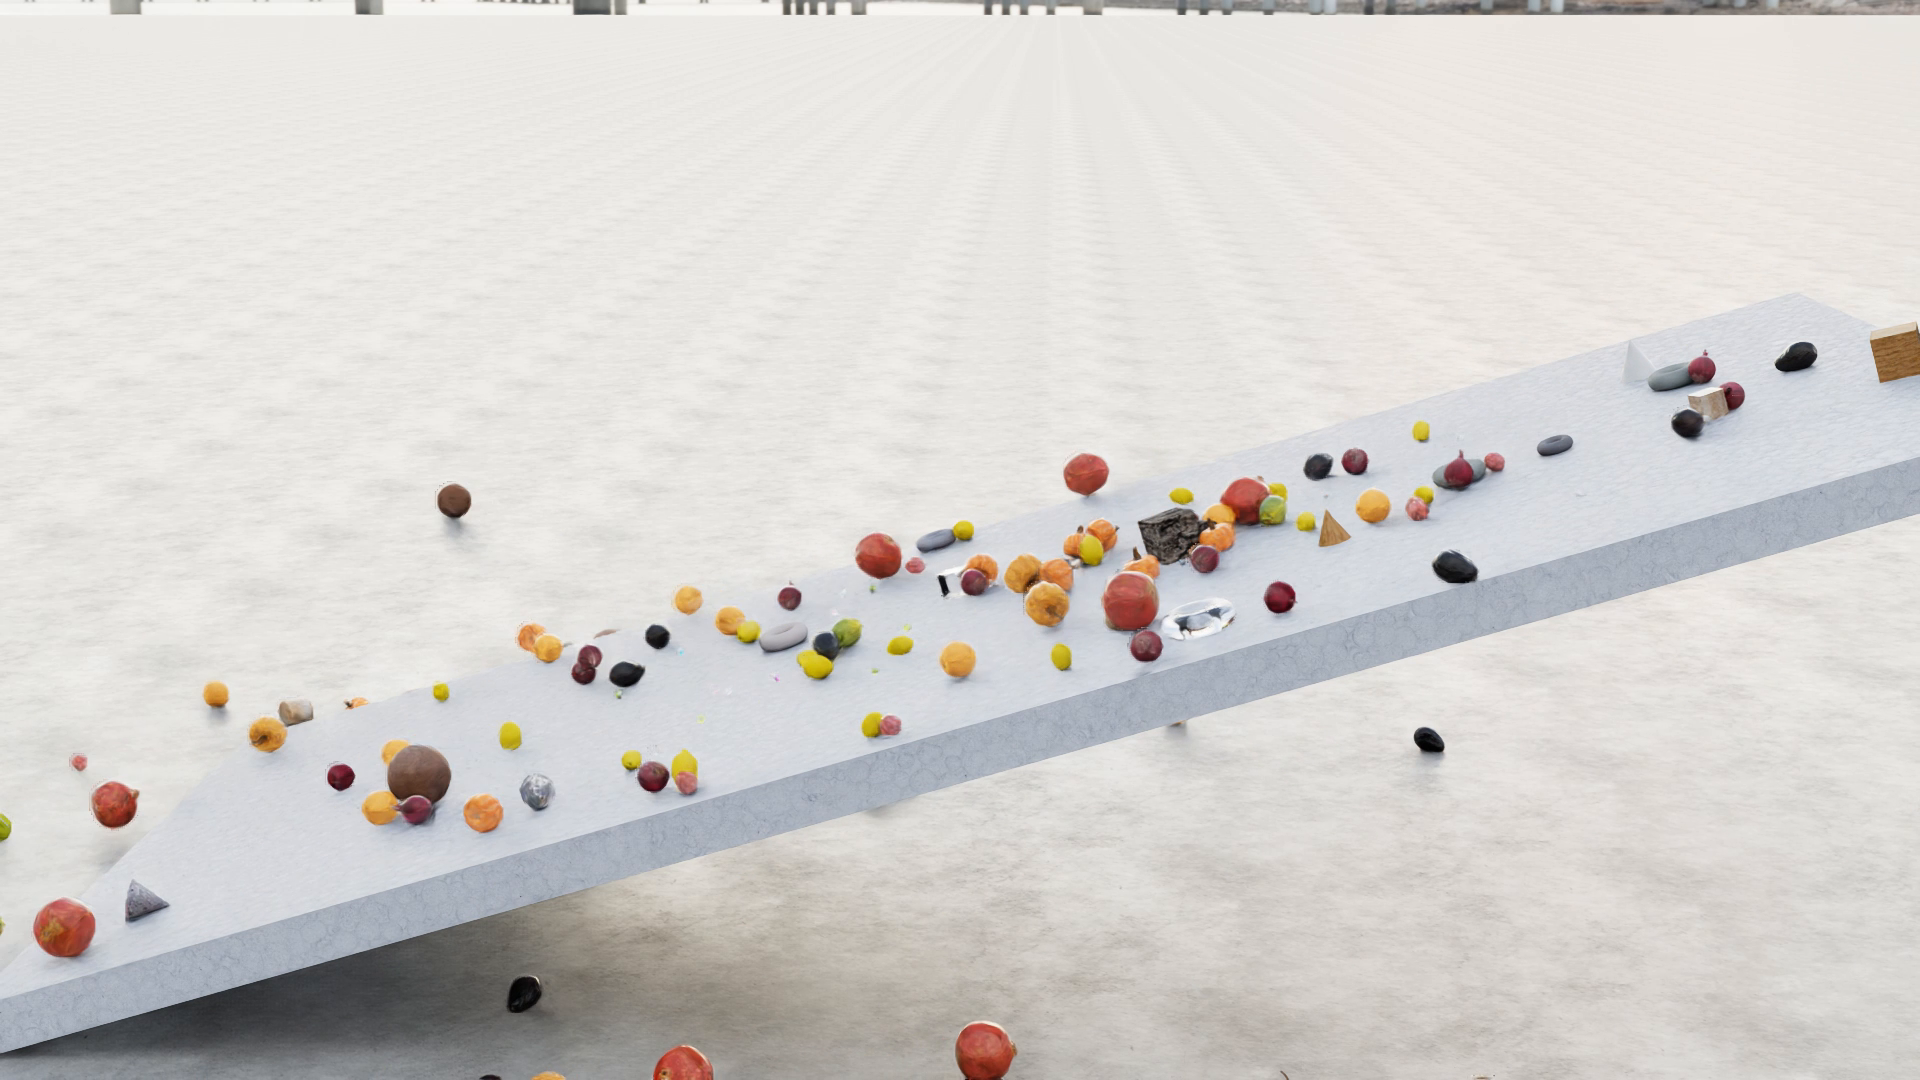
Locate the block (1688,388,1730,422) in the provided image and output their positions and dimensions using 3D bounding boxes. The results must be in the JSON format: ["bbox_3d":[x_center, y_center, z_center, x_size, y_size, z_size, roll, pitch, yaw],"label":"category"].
[{"bbox_3d":[1.529,-0.277,6.011,0.054,0.054,0.054,-19,10,-11],"label":"block"}]

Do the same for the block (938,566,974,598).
[{"bbox_3d":[-0.010,0.093,6.555,0.052,0.052,0.052,-12,11,26],"label":"block"}]

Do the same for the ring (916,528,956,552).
[{"bbox_3d":[-0.058,0.000,7.201,0.103,0.034,0.103,-17,9,3],"label":"ring"}]

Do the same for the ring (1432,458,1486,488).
[{"bbox_3d":[1.040,-0.140,6.125,0.114,0.038,0.114,-15,9,3],"label":"ring"}]

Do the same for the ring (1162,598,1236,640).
[{"bbox_3d":[0.447,0.148,5.508,0.143,0.048,0.143,-15,10,3],"label":"ring"}]

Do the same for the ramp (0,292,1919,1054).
[{"bbox_3d":[0.092,0.186,6.318,4.000,0.100,2.000,-16,10,5],"label":"ramp"}]

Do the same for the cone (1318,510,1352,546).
[{"bbox_3d":[0.745,-0.030,5.922,0.068,0.068,0.068,-16,10,3],"label":"cone"}]

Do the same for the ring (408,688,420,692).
[{"bbox_3d":[-1.518,0.435,8.252,0.075,0.025,0.075,5,12,-1],"label":"ring"}]

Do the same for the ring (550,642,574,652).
[{"bbox_3d":[-1.171,0.334,8.657,0.097,0.032,0.097,-27,-19,-10],"label":"ring"}]

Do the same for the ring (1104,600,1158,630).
[{"bbox_3d":[0.334,0.147,5.740,0.106,0.035,0.106,-15,11,3],"label":"ring"}]

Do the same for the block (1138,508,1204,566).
[{"bbox_3d":[0.448,-0.008,6.232,0.092,0.092,0.092,-20,10,-19],"label":"block"}]

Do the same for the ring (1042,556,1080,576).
[{"bbox_3d":[0.222,0.056,6.443,0.087,0.029,0.087,-15,6,2],"label":"ring"}]

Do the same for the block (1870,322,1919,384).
[{"bbox_3d":[1.873,-0.375,5.871,0.090,0.090,0.090,-13,11,22],"label":"block"}]

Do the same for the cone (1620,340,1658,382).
[{"bbox_3d":[1.527,-0.413,6.657,0.090,0.090,0.090,-16,10,3],"label":"cone"}]

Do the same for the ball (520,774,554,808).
[{"bbox_3d":[-0.820,0.487,5.706,0.067,0.067,0.067,0,11,0],"label":"ball"}]

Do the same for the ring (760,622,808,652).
[{"bbox_3d":[-0.393,0.217,6.562,0.112,0.037,0.112,-18,13,4],"label":"ring"}]

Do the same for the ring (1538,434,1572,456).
[{"bbox_3d":[1.242,-0.198,6.139,0.077,0.026,0.077,-19,13,4],"label":"ring"}]

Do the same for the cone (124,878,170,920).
[{"bbox_3d":[-1.604,0.719,5.829,0.083,0.083,0.083,9,10,-6],"label":"cone"}]

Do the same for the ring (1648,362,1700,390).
[{"bbox_3d":[1.565,-0.358,6.444,0.115,0.038,0.115,-18,10,3],"label":"ring"}]
